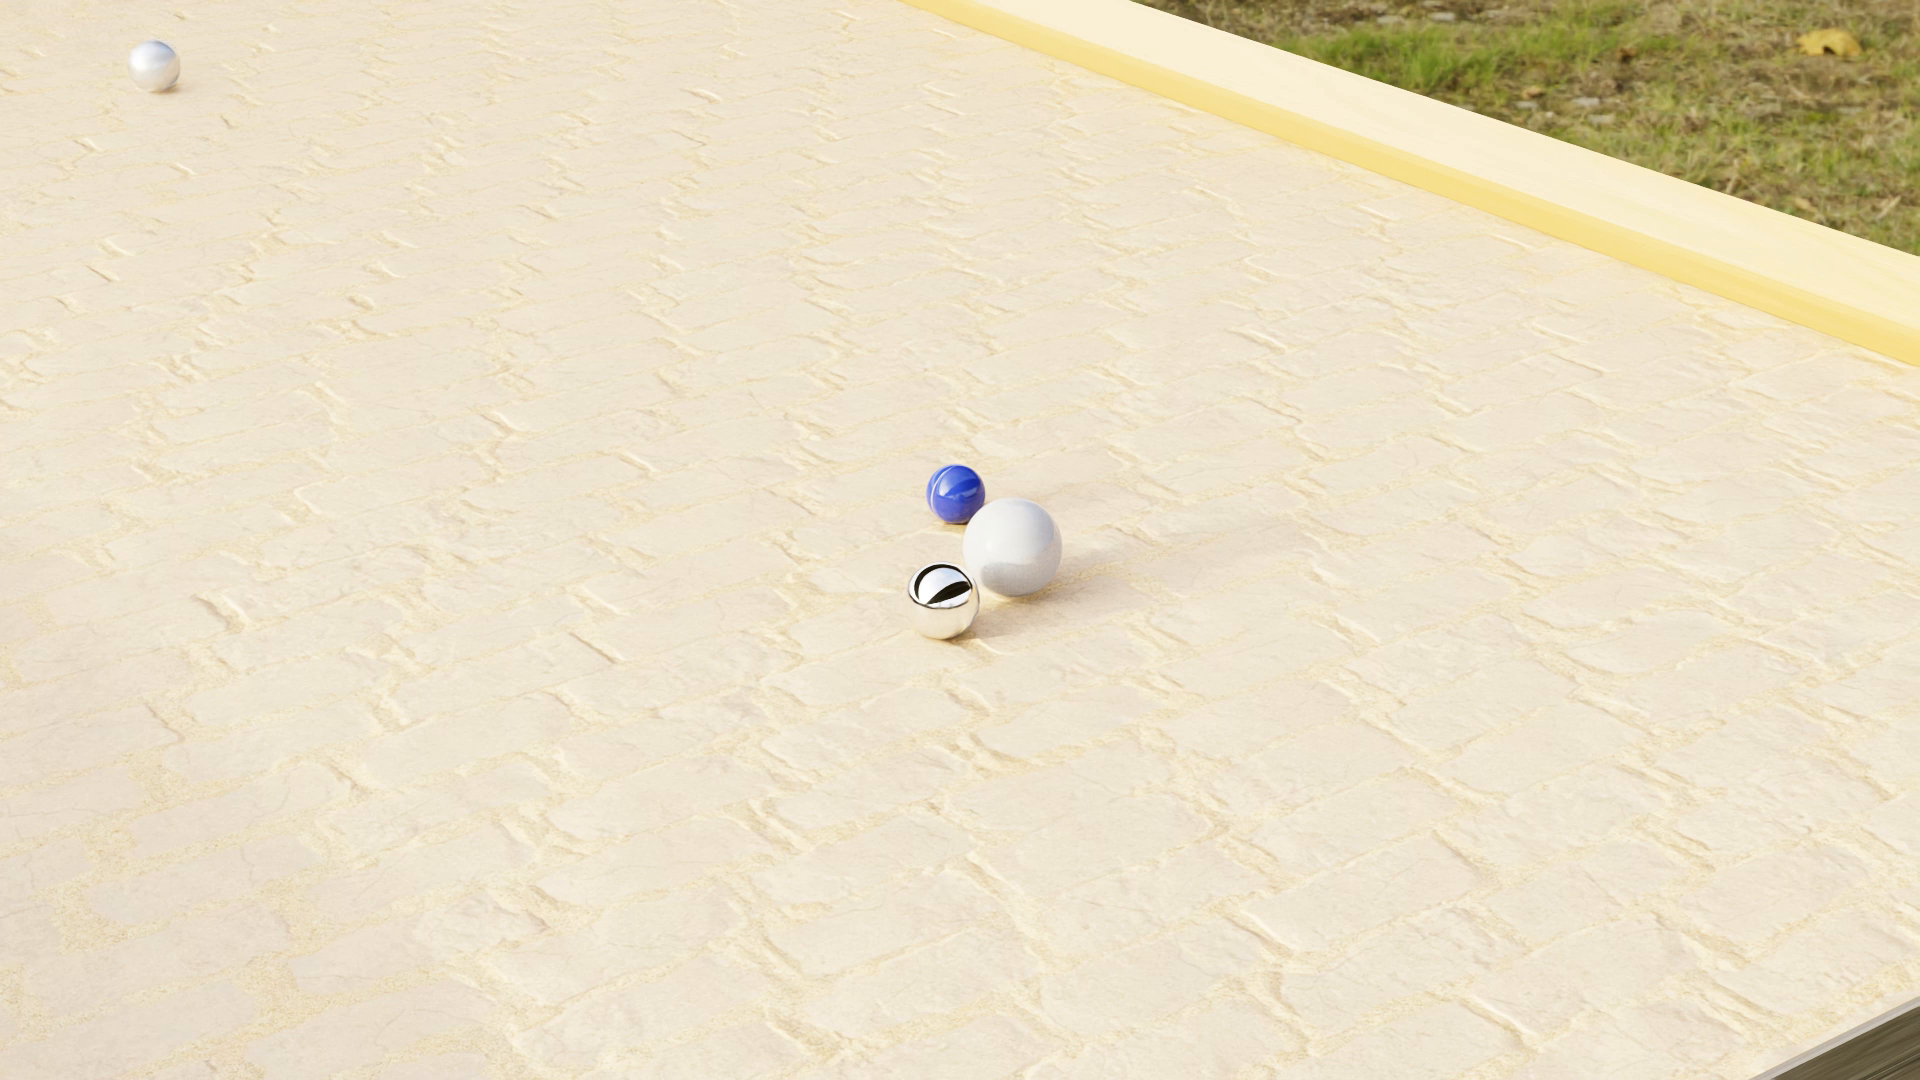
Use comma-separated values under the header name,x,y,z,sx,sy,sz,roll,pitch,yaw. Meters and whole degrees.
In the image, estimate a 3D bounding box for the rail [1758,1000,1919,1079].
name,x,y,z,sx,sy,sz,roll,pitch,yaw
rail,0.495,0.273,1.568,1.920,0.097,0.045,-16,29,-32

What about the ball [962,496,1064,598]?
name,x,y,z,sx,sy,sz,roll,pitch,yaw
ball,0.039,0.005,2.189,0.075,0.075,0.075,0,24,0

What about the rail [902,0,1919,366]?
name,x,y,z,sx,sy,sz,roll,pitch,yaw
rail,0.258,-0.538,3.362,0.045,0.097,3.542,-16,29,-32

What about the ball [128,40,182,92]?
name,x,y,z,sx,sy,sz,roll,pitch,yaw
ball,-0.944,-0.555,3.446,0.061,0.061,0.061,0,24,0

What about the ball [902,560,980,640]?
name,x,y,z,sx,sy,sz,roll,pitch,yaw
ball,-0.013,0.043,2.127,0.057,0.057,0.057,0,24,0

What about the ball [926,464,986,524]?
name,x,y,z,sx,sy,sz,roll,pitch,yaw
ball,-0.003,-0.037,2.315,0.048,0.048,0.048,0,24,0
